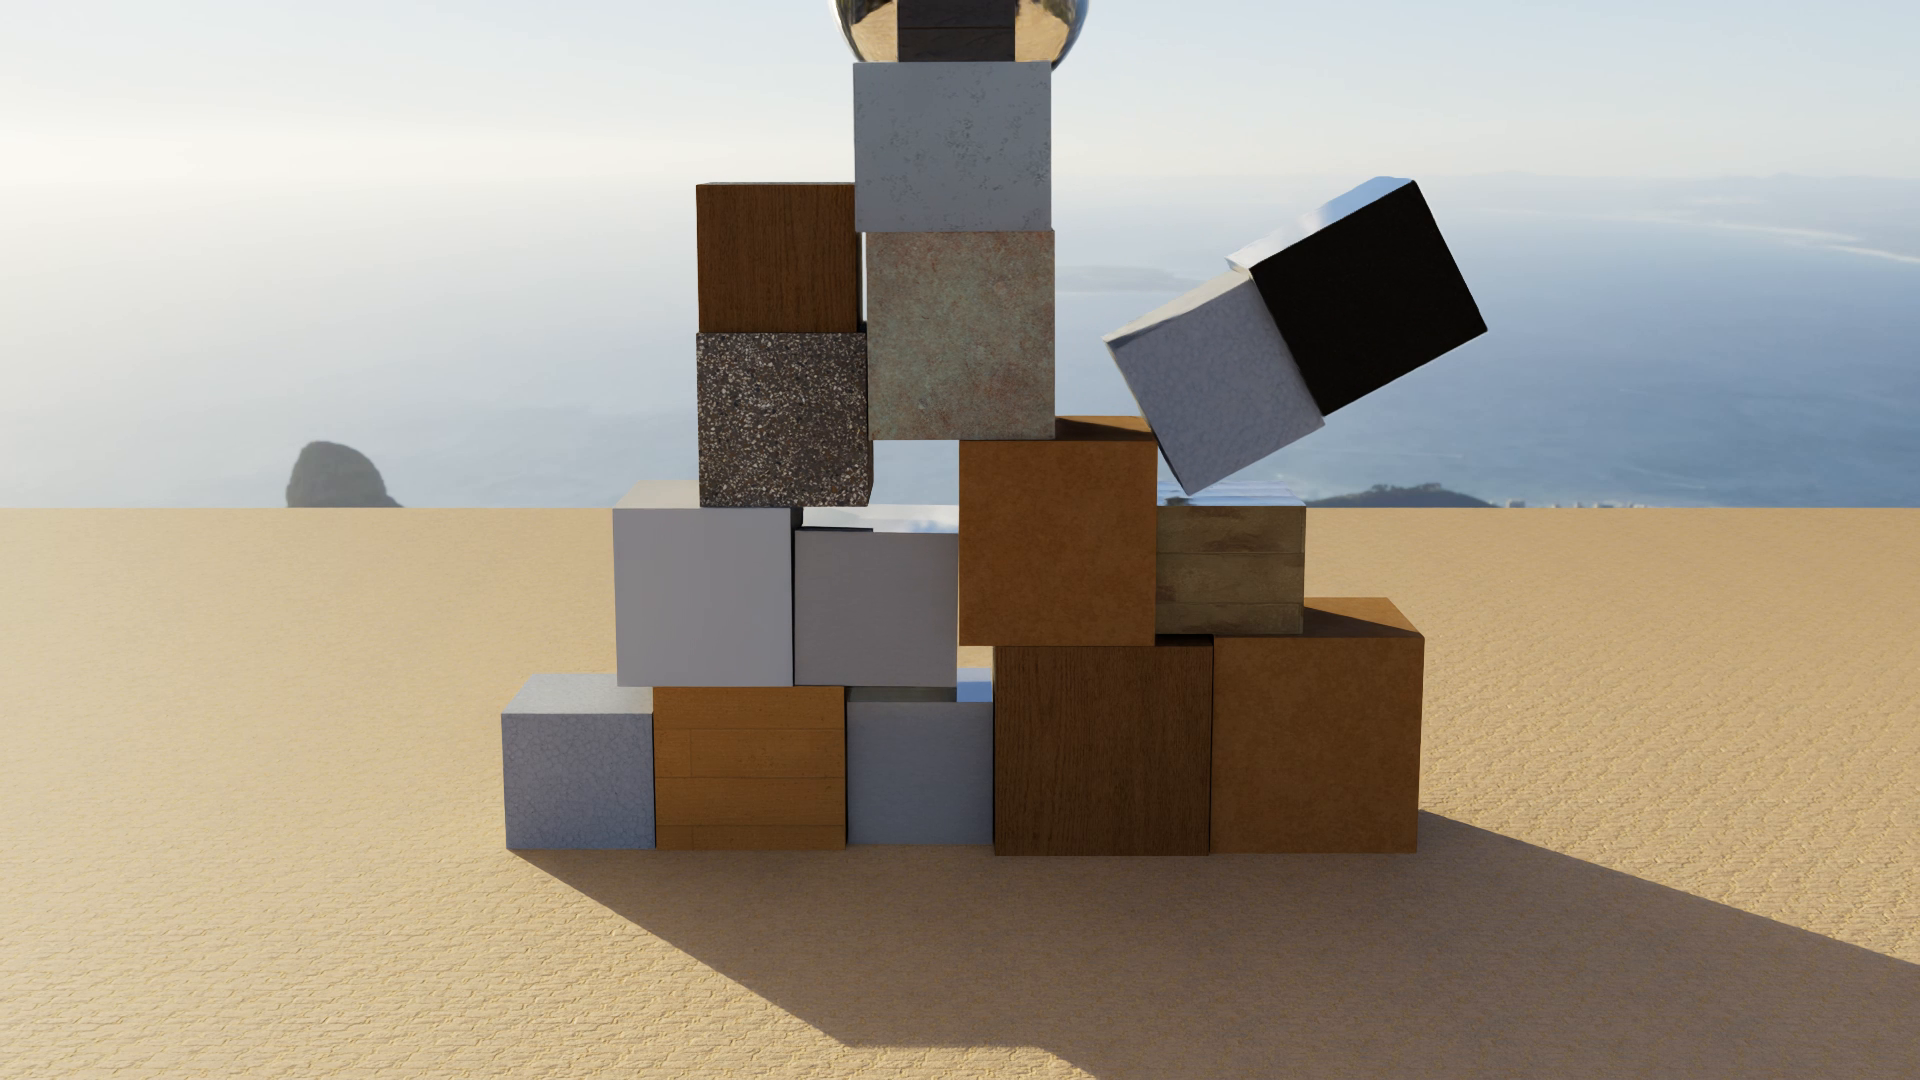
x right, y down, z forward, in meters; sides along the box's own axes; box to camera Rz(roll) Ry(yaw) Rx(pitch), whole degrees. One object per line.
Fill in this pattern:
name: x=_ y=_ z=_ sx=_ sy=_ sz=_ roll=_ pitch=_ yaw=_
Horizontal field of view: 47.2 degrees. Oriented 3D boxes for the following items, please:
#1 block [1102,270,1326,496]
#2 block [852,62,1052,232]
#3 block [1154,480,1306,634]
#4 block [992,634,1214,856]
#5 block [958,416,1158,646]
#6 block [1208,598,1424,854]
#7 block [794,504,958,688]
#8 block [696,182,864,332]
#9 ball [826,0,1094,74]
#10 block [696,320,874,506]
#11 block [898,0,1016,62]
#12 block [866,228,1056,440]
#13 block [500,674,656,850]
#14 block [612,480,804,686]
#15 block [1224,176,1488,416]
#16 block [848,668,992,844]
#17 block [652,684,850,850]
block: x=1.254 y=-0.804 z=11.032 sx=0.748 sy=0.805 sz=0.802 roll=-28 pitch=9 yaw=4
block: x=-0.034 y=-1.936 z=10.835 sx=0.931 sy=0.787 sz=0.969 roll=0 pitch=10 yaw=0
block: x=1.326 y=0.077 z=11.190 sx=0.732 sy=0.641 sz=0.796 roll=0 pitch=10 yaw=0
block: x=0.705 y=0.949 z=11.364 sx=1.062 sy=1.068 sz=1.082 roll=0 pitch=10 yaw=0
block: x=0.473 y=-0.068 z=11.150 sx=0.956 sy=1.009 sz=1.006 roll=0 pitch=10 yaw=0
block: x=1.761 y=0.934 z=11.345 sx=1.032 sy=1.102 sz=0.965 roll=0 pitch=10 yaw=0
block: x=-0.411 y=0.267 z=11.230 sx=0.801 sy=0.774 sz=0.835 roll=1 pitch=10 yaw=0
block: x=-0.881 y=-1.412 z=10.910 sx=0.765 sy=0.706 sz=0.686 roll=0 pitch=10 yaw=0
ball: x=0.000 y=-3.332 z=12.907 sx=1.600 sy=1.600 sz=1.600 roll=0 pitch=10 yaw=0
block: x=-0.862 y=-0.649 z=11.057 sx=0.821 sy=0.848 sz=0.781 roll=0 pitch=10 yaw=0
block: x=-0.017 y=-2.588 z=10.691 sx=0.562 sy=0.545 sz=0.539 roll=0 pitch=10 yaw=0
block: x=0.005 y=-1.057 z=10.982 sx=0.899 sy=0.996 sz=0.933 roll=0 pitch=10 yaw=0
block: x=-1.903 y=1.131 z=11.380 sx=0.749 sy=0.702 sz=0.832 roll=0 pitch=10 yaw=0
block: x=-1.260 y=0.203 z=11.236 sx=0.866 sy=0.893 sz=0.919 roll=0 pitch=10 yaw=0
block: x=1.948 y=-1.231 z=10.934 sx=0.882 sy=0.810 sz=0.883 roll=-28 pitch=10 yaw=5
block: x=-0.200 y=1.108 z=11.402 sx=0.727 sy=0.740 sz=0.726 roll=0 pitch=10 yaw=0
block: x=-1.046 y=1.060 z=11.380 sx=0.945 sy=0.843 sz=0.895 roll=0 pitch=10 yaw=0
